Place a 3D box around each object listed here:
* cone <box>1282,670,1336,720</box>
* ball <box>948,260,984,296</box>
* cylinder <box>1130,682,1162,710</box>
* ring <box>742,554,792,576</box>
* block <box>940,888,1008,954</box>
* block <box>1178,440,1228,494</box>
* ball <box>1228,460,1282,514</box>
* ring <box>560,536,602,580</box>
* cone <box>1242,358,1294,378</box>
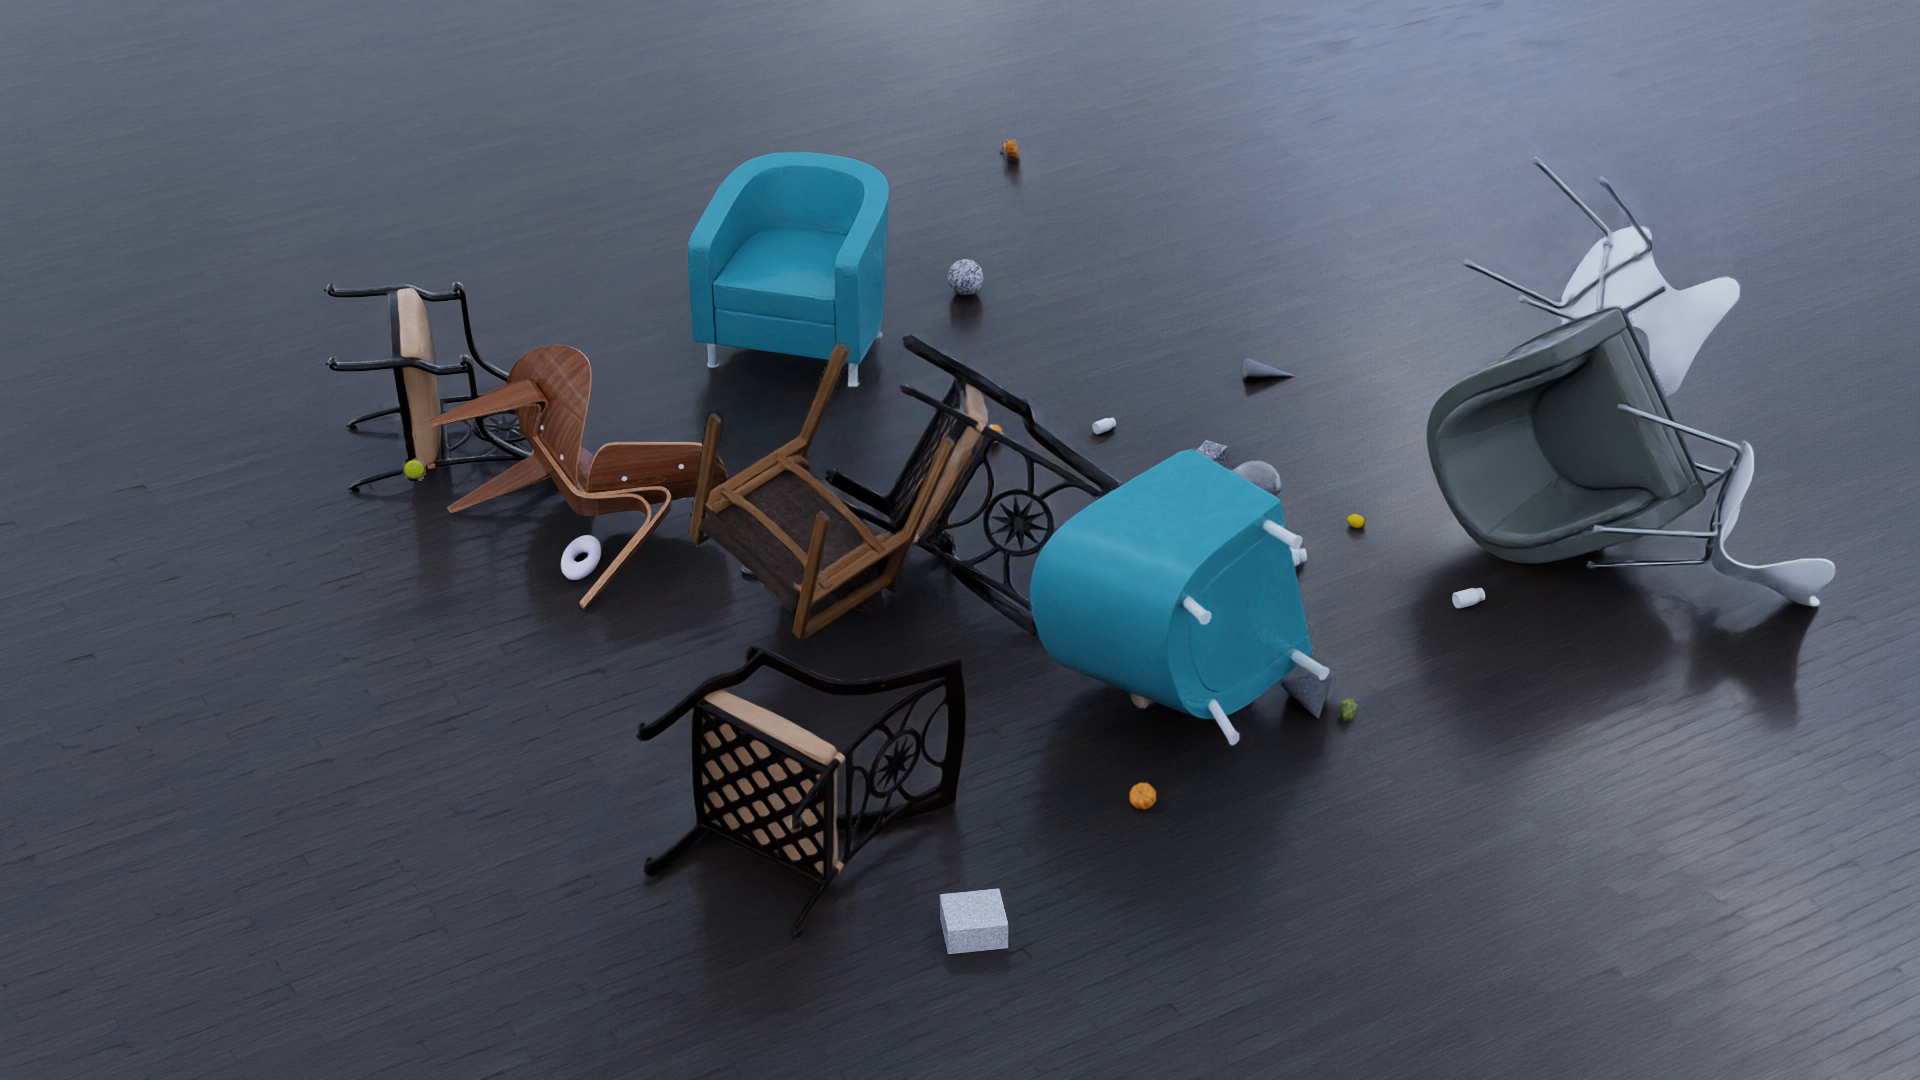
[{"bbox_3d":[1.209,0.543,10.027,0.190,0.145,0.294,-14,-10,3],"label":"cone"},{"bbox_3d":[0.024,-1.120,12.504,0.155,0.155,0.155,0,33,0],"label":"ball"},{"bbox_3d":[0.640,0.536,10.065,0.069,0.071,0.084,-24,21,-32],"label":"cylinder"},{"bbox_3d":[-0.709,0.090,10.778,0.196,0.033,0.106,-11,34,-15],"label":"ring"},{"bbox_3d":[0.043,1.179,9.071,0.187,0.093,0.175,-5,34,-7],"label":"block"},{"bbox_3d":[0.935,-0.280,11.287,0.091,0.091,0.239,17,37,24],"label":"block"},{"bbox_3d":[1.112,-0.198,11.060,0.204,0.204,0.204,0,33,0],"label":"ball"},{"bbox_3d":[-1.395,0.064,10.798,0.138,0.054,0.274,5,33,5],"label":"ring"},{"bbox_3d":[1.268,-0.683,11.946,0.215,0.078,0.115,8,26,-7],"label":"cone"}]
